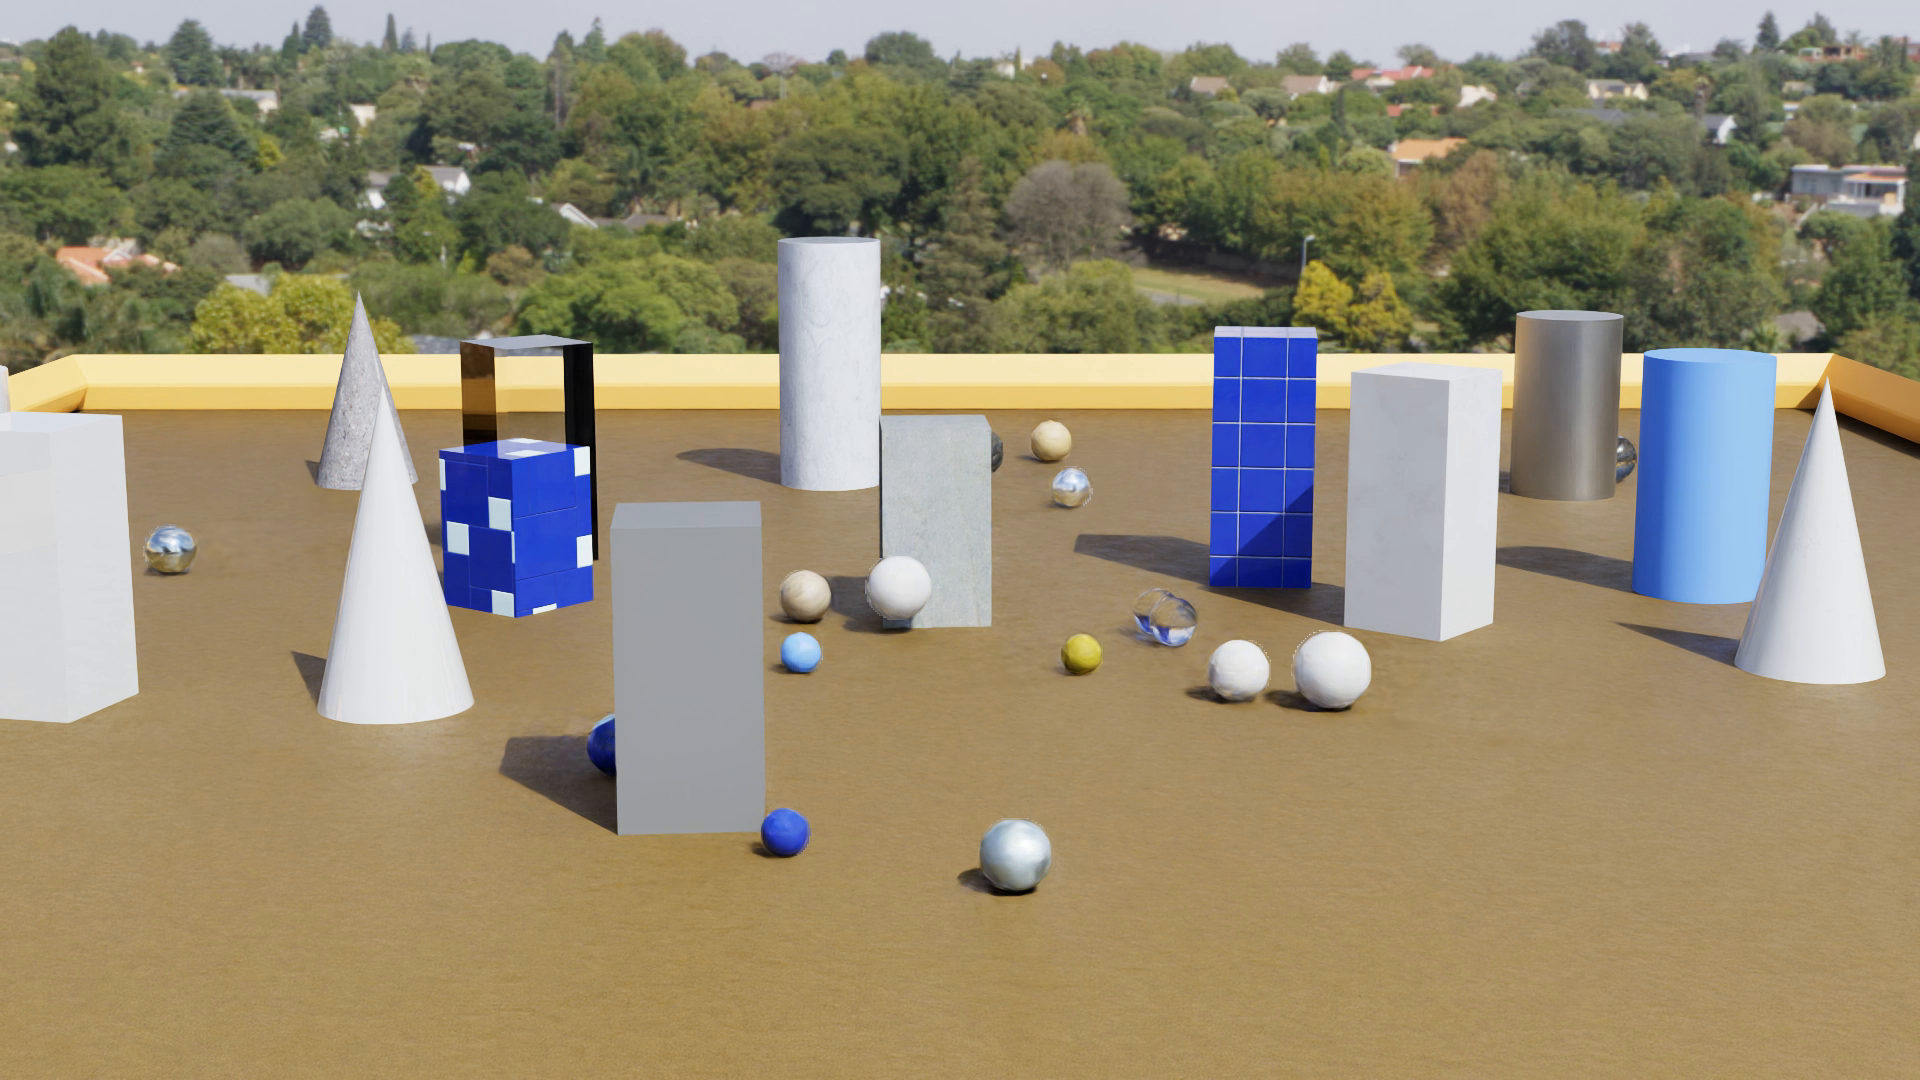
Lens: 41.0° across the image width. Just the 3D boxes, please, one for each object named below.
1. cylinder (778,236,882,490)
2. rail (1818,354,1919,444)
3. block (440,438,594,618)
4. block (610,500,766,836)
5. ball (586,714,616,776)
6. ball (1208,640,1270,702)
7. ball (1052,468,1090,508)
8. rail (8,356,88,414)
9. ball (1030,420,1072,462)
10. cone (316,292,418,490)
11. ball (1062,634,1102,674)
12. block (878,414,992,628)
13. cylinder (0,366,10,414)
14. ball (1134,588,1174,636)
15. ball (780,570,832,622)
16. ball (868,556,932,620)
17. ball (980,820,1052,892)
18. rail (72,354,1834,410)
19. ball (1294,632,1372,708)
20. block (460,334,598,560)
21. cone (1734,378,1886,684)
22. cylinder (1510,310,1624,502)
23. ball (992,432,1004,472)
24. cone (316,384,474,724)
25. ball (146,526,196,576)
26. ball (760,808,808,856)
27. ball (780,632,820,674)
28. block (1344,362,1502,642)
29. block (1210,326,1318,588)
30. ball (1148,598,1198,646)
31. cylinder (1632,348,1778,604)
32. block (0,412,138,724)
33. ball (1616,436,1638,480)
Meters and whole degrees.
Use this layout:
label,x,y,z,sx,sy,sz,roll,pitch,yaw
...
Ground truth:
label,x,y,z,sx,sy,sz,roll,pitch,yaw
cylinder,-0.223,-0.305,4.410,0.175,0.418,0.175,0,11,0
rail,1.815,0.027,3.461,0.045,0.114,3.892,0,11,0
block,-0.596,-0.019,3.452,0.140,0.210,0.140,8,13,37
block,-0.261,0.121,2.480,0.140,0.295,0.140,-1,11,-5
ball,-0.350,0.210,2.631,0.064,0.064,0.064,0,11,0
ball,0.318,0.149,2.936,0.070,0.070,0.070,0,11,0
ball,0.181,-0.085,4.193,0.064,0.064,0.064,0,11,0
rail,-1.815,0.031,3.440,0.045,0.114,3.892,0,11,0
ball,0.165,-0.178,4.661,0.075,0.075,0.075,0,11,0
cone,-1.030,-0.264,4.425,0.175,0.332,0.175,0,11,0
ball,0.145,0.137,3.062,0.049,0.049,0.049,0,11,0
block,-0.034,-0.027,3.364,0.140,0.257,0.140,-1,11,-3
cylinder,-1.214,-0.021,3.054,0.175,0.361,0.175,0,11,0
ball,0.251,0.092,3.268,0.060,0.060,0.060,0,11,0
ball,-0.201,0.074,3.346,0.067,0.067,0.067,0,11,0
ball,-0.077,0.060,3.265,0.081,0.081,0.081,0,11,0
ball,0.049,0.279,2.266,0.064,0.064,0.064,0,11,0
rail,-0.011,-0.327,5.339,3.677,0.114,0.045,0,11,0
ball,0.421,0.147,2.901,0.088,0.088,0.088,0,11,0
block,-0.628,-0.130,3.743,0.140,0.320,0.140,-8,14,-38
cone,1.028,-0.021,3.072,0.175,0.354,0.175,0,11,0
cylinder,1.020,-0.228,4.318,0.175,0.300,0.175,0,11,0
ball,0.035,-0.154,4.507,0.084,0.084,0.084,0,11,0
cone,-0.642,0.007,2.888,0.175,0.368,0.175,0,11,0
ball,-1.122,0.015,3.649,0.069,0.069,0.069,0,11,0
ball,-0.162,0.270,2.369,0.044,0.044,0.044,0,11,0
ball,-0.191,0.135,3.070,0.048,0.048,0.048,0,11,0
block,0.596,-0.053,3.302,0.140,0.332,0.140,9,14,38
block,0.425,-0.118,3.605,0.140,0.348,0.140,1,11,6
ball,0.267,0.102,3.210,0.061,0.061,0.061,0,11,0
cylinder,1.019,-0.090,3.516,0.175,0.326,0.175,0,11,0
block,-1.038,0.027,2.895,0.140,0.325,0.140,3,11,14
ball,1.134,-0.142,4.455,0.080,0.080,0.080,0,11,0
